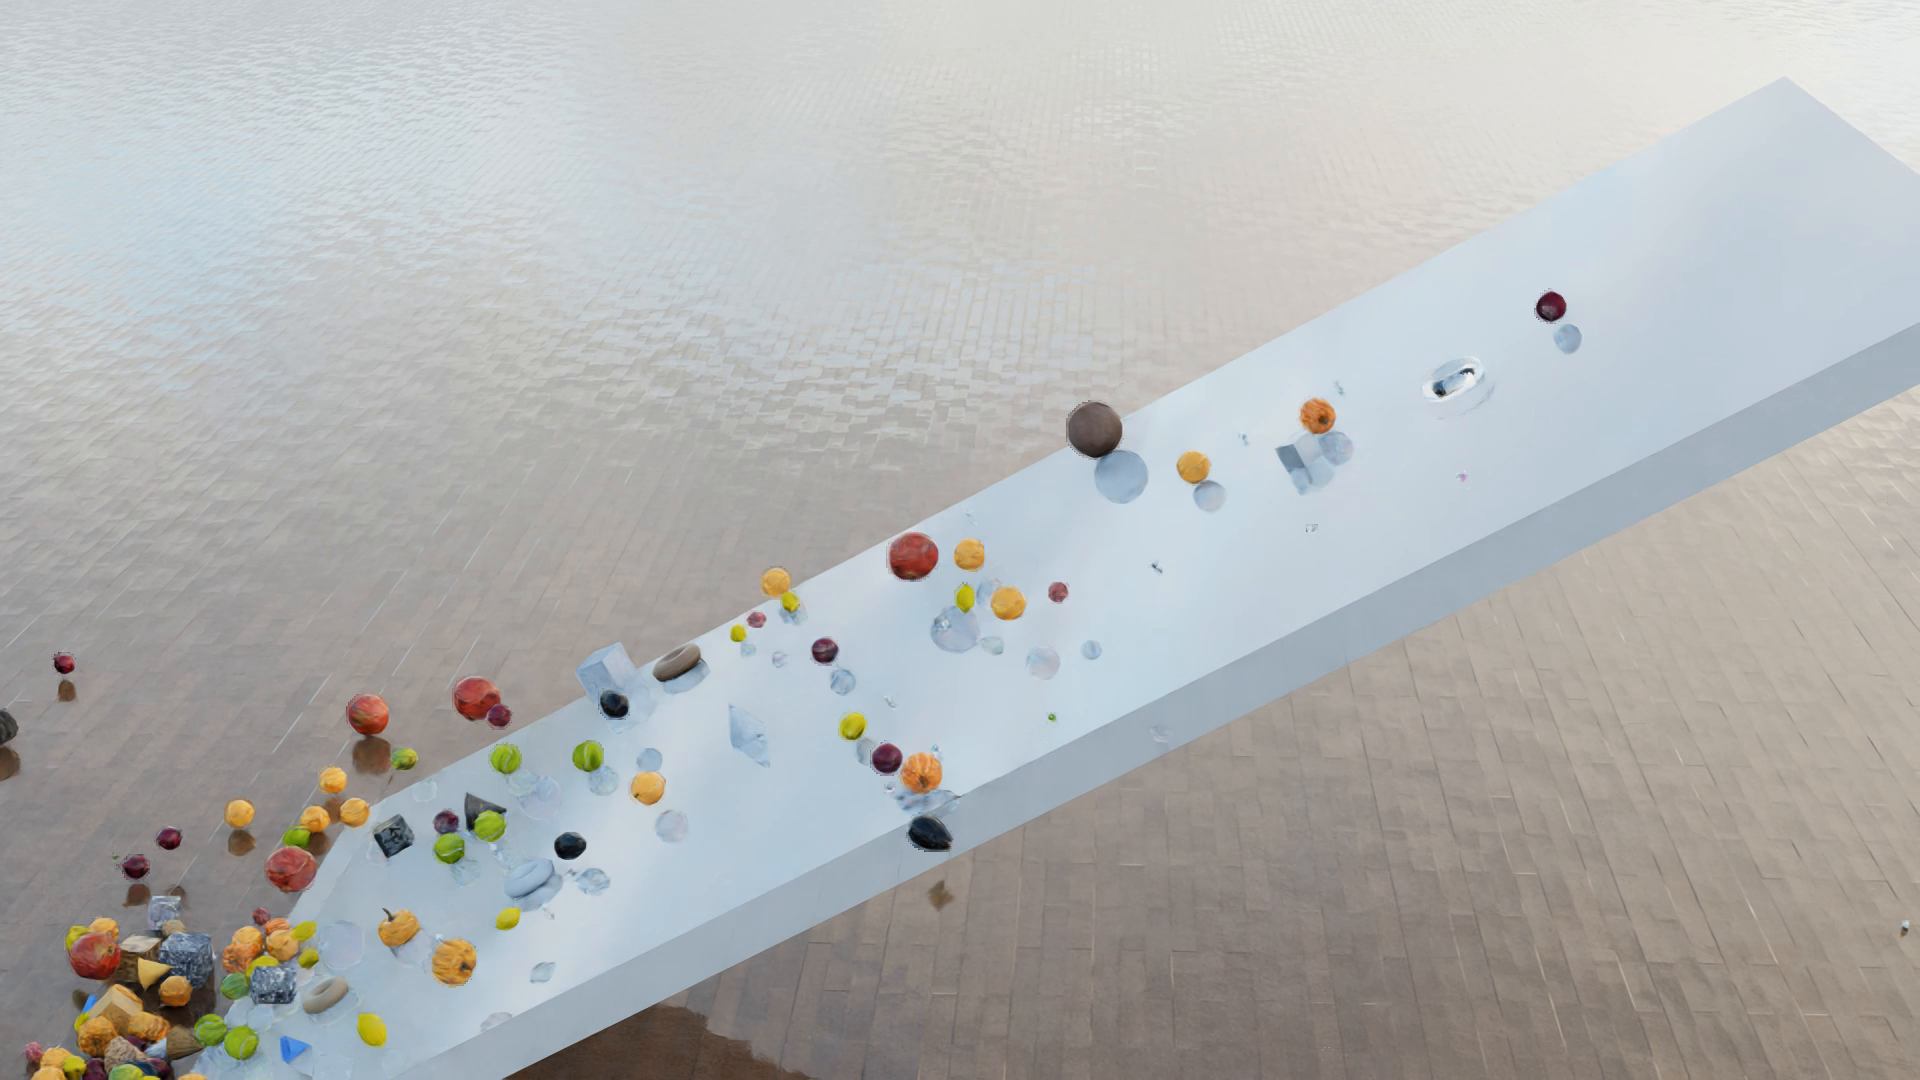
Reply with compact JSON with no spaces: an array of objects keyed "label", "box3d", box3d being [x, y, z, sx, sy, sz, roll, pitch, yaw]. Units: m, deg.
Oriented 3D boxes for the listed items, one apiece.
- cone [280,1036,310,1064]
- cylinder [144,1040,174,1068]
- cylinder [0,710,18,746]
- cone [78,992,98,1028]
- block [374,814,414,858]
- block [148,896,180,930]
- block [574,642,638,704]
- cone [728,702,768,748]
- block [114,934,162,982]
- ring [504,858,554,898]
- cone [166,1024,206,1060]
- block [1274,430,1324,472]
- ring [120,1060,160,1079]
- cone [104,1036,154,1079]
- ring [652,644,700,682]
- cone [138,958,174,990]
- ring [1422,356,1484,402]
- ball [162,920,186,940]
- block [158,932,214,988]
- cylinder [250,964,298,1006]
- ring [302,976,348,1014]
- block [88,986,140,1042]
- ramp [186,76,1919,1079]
[{"label":"cone","box3d":[-1.351,1.036,6.007,0.057,0.057,0.057,-7,18,-34]},{"label":"cylinder","box3d":[-1.757,1.130,6.459,0.052,0.052,0.052,9,15,26]},{"label":"cylinder","box3d":[-2.715,0.536,8.265,0.090,0.090,0.090,6,20,19]},{"label":"cone","box3d":[-1.977,1.063,6.700,0.071,0.071,0.071,0,18,0]},{"label":"block","box3d":[-1.359,0.710,7.061,0.067,0.067,0.067,-29,14,3]},{"label":"block","box3d":[-1.936,0.909,7.162,0.065,0.065,0.065,3,10,-6]},{"label":"block","box3d":[-0.884,0.332,7.355,0.096,0.096,0.096,-21,17,31]},{"label":"cone","box3d":[-0.478,0.388,6.367,0.090,0.090,0.090,-28,14,8]},{"label":"block","box3d":[-1.930,0.987,6.922,0.080,0.080,0.080,5,19,15]},{"label":"ring","box3d":[-0.910,0.713,6.216,0.116,0.039,0.116,-28,16,9]},{"label":"cone","box3d":[-1.673,1.101,6.406,0.079,0.079,0.079,5,19,21]},{"label":"block","box3d":[0.698,-0.184,6.059,0.059,0.059,0.059,-39,17,-32]},{"label":"ring","box3d":[-1.744,1.154,6.257,0.094,0.094,0.031,7,-16,21]},{"label":"cone","box3d":[-1.800,1.135,6.423,0.095,0.095,0.095,2,18,16]},{"label":"ring","box3d":[-0.693,0.300,7.195,0.131,0.044,0.131,-29,13,7]},{"label":"cone","box3d":[-1.865,1.001,6.840,0.074,0.074,0.074,-12,19,-2]},{"label":"ring","box3d":[1.001,-0.327,5.975,0.137,0.046,0.137,-27,15,8]},{"label":"ball","box3d":[-1.899,0.943,7.098,0.055,0.055,0.055,0,18,0]},{"label":"block","box3d":[-1.817,0.986,6.903,0.094,0.094,0.094,2,18,5]},{"label":"cylinder","box3d":[-1.430,0.927,6.125,0.075,0.075,0.075,17,9,-28]},{"label":"ring","box3d":[-1.342,0.963,6.222,0.107,0.036,0.107,-29,16,9]},{"label":"block","box3d":[-1.900,1.071,6.607,0.080,0.080,0.080,-46,22,3]},{"label":"ramp","box3d":[0.142,0.167,6.282,4.000,0.100,2.000,-27,14,11]}]
